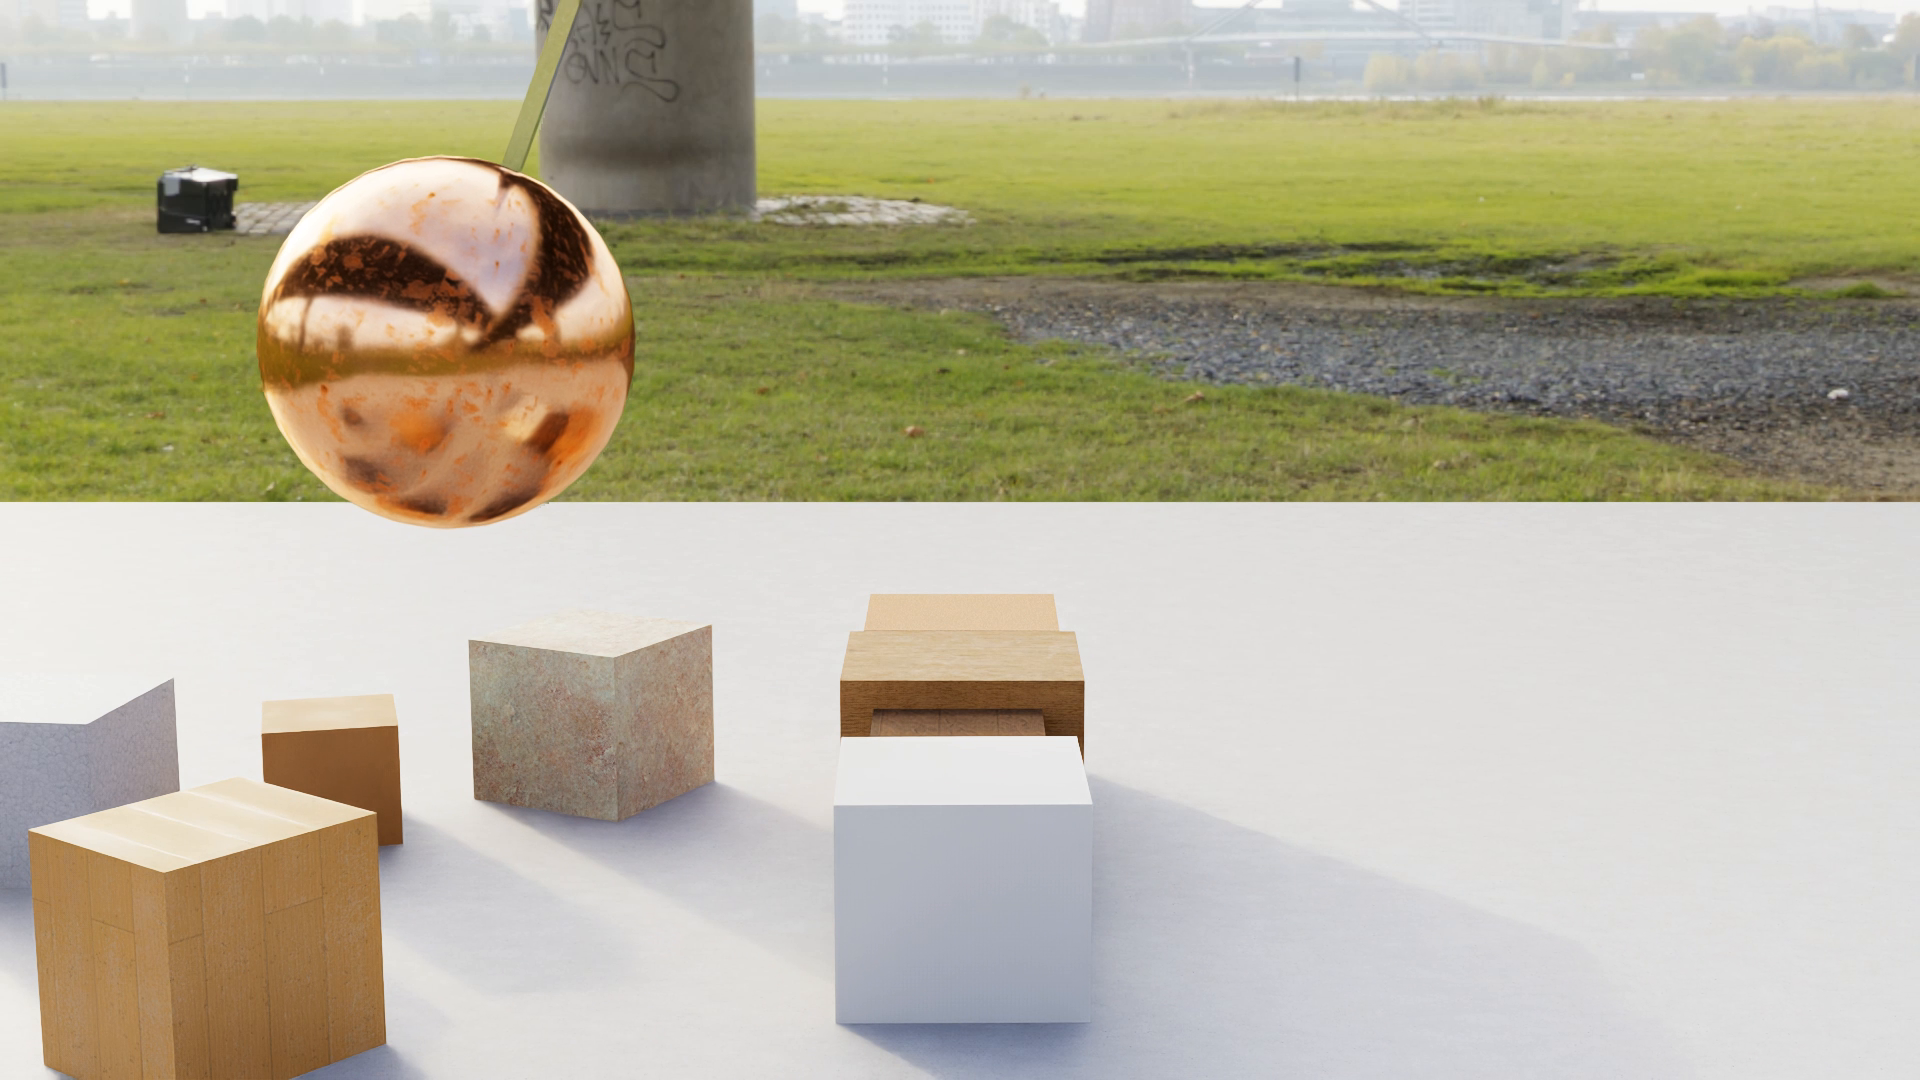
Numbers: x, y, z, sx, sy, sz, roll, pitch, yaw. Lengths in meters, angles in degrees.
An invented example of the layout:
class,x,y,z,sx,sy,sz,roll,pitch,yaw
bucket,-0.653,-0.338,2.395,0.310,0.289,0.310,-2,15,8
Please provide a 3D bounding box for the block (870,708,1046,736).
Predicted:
class,x,y,z,sx,sy,sz,roll,pitch,yaw
block,-0.009,1.186,10.930,0.740,0.756,0.814,0,10,0

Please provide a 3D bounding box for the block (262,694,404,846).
class,x,y,z,sx,sy,sz,roll,pitch,yaw
block,-2.944,1.085,12.023,0.607,0.564,0.632,-3,11,-14

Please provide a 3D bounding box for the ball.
class,x,y,z,sx,sy,sz,roll,pitch,yaw
ball,-2.197,-0.845,11.027,1.600,1.600,1.600,0,10,0

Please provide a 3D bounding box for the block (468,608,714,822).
class,x,y,z,sx,sy,sz,roll,pitch,yaw
block,-1.810,0.844,12.683,0.855,0.801,0.844,5,12,27

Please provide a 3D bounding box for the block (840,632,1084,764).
class,x,y,z,sx,sy,sz,roll,pitch,yaw
block,0.011,0.959,11.829,1.074,0.881,1.014,0,10,0

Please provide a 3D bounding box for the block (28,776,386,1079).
class,x,y,z,sx,sy,sz,roll,pitch,yaw
block,-2.695,1.434,9.228,0.800,0.876,0.896,8,13,37

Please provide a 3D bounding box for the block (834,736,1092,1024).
class,x,y,z,sx,sy,sz,roll,pitch,yaw
block,0.004,1.305,10.023,0.956,0.847,0.987,0,10,-1

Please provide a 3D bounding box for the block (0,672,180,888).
class,x,y,z,sx,sy,sz,roll,pitch,yaw
block,-4.122,1.072,11.581,0.853,0.748,0.879,1,10,7

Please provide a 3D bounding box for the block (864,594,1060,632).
class,x,y,z,sx,sy,sz,roll,pitch,yaw
block,0.009,0.788,12.771,0.936,0.881,0.879,0,10,0

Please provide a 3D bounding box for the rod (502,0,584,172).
class,x,y,z,sx,sy,sz,roll,pitch,yaw
rod,-0.952,-3.958,10.461,0.080,5.200,0.080,21,10,-4
